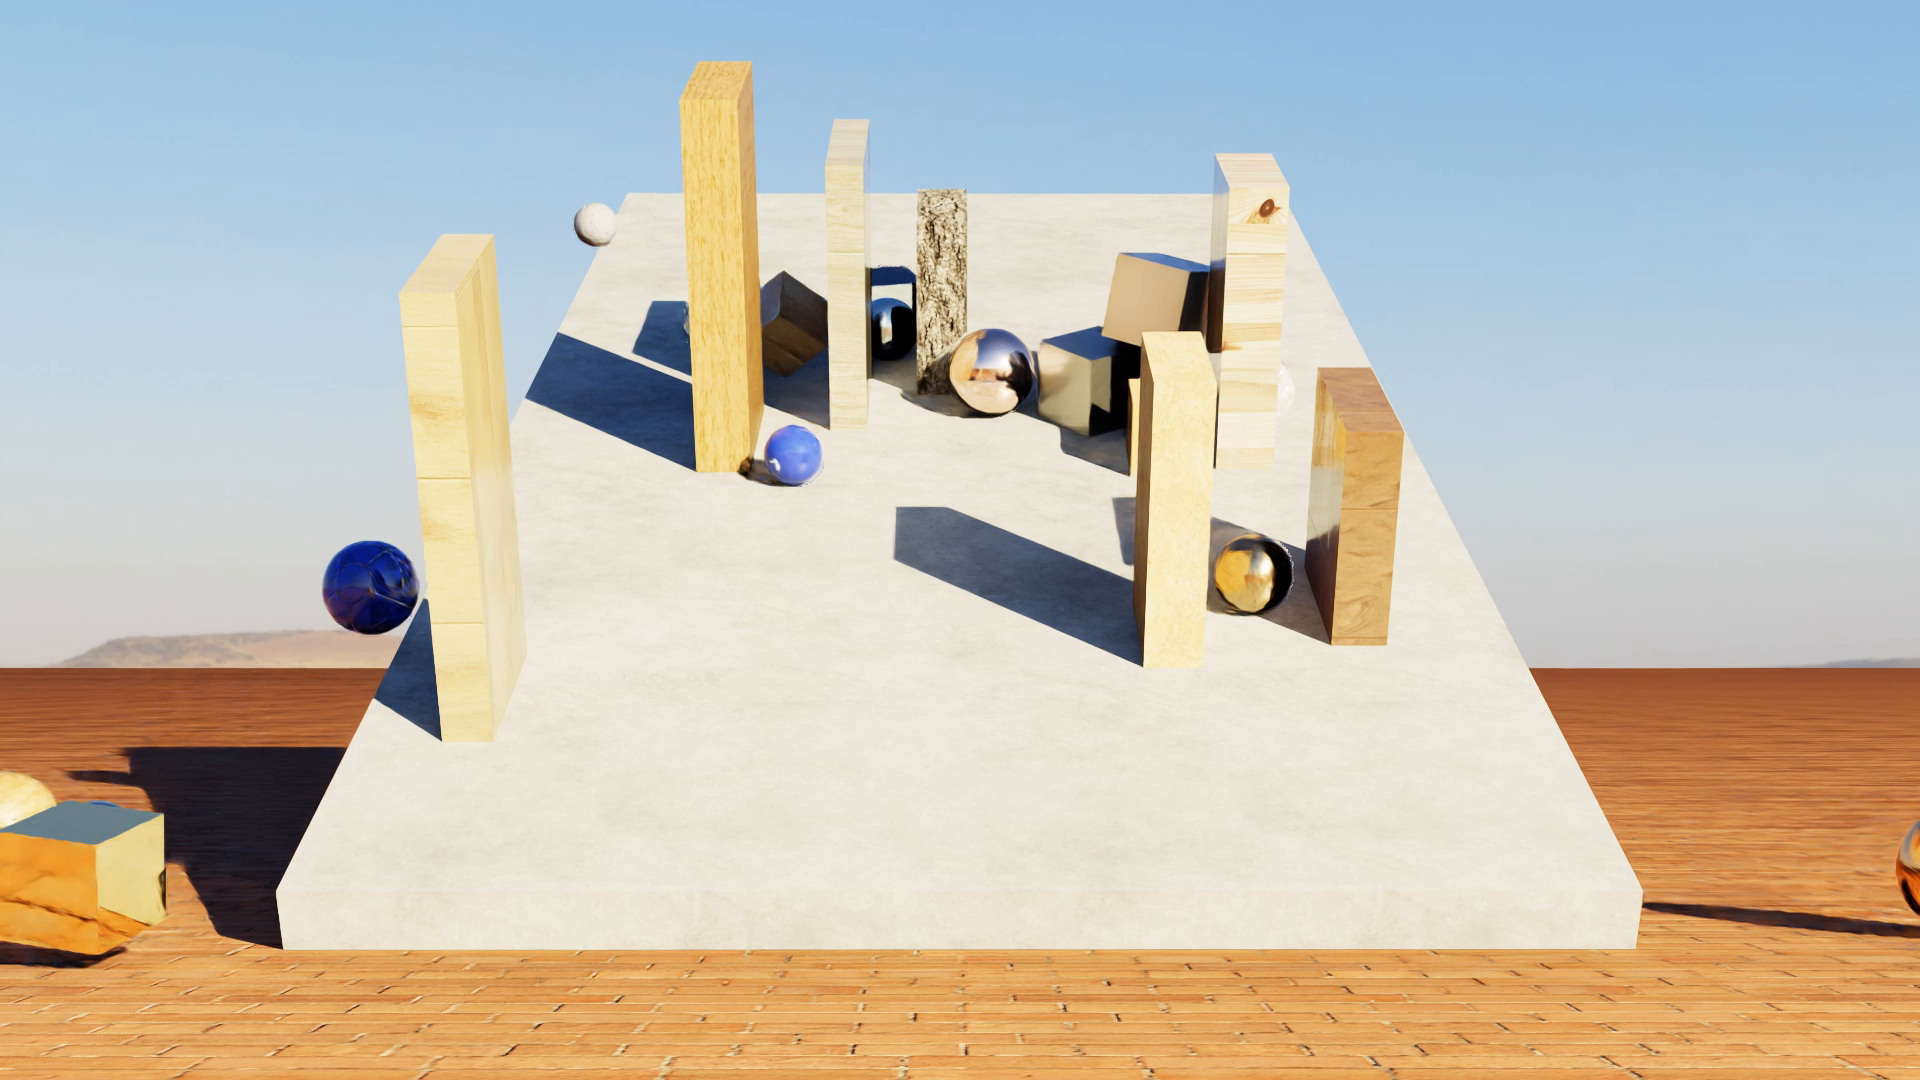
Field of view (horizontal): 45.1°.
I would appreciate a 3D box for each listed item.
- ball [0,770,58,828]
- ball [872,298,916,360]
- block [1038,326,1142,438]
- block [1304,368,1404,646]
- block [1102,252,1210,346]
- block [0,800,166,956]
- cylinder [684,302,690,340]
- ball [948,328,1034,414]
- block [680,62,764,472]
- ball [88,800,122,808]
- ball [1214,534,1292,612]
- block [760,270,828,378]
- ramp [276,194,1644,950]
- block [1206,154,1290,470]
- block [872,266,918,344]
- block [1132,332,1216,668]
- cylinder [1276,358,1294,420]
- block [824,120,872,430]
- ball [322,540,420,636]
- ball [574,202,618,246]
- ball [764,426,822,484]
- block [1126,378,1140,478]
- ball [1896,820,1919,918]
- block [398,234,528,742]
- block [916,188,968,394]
[{"bbox_3d":[-1.893,0.562,4.582,0.209,0.209,0.209,0,-3,0],"label":"ball"},{"bbox_3d":[-0.176,-0.511,5.587,0.152,0.152,0.152,0,-3,0],"label":"ball"},{"bbox_3d":[0.303,-0.358,5.196,0.180,0.180,0.180,-17,28,-34],"label":"block"},{"bbox_3d":[0.715,-0.066,4.223,0.100,0.409,0.344,0,23,0],"label":"block"},{"bbox_3d":[0.458,-0.527,5.144,0.186,0.186,0.186,19,17,31],"label":"block"},{"bbox_3d":[-1.219,0.467,3.215,0.156,0.156,0.156,5,11,14],"label":"block"},{"bbox_3d":[-0.559,-0.533,5.627,0.160,0.160,0.160,16,6,32],"label":"cylinder"},{"bbox_3d":[0.071,-0.382,5.229,0.197,0.197,0.197,0,-3,0],"label":"ball"},{"bbox_3d":[-0.503,-0.585,4.938,0.115,0.797,0.378,0,23,0],"label":"block"},{"bbox_3d":[-1.587,0.564,4.247,0.170,0.170,0.170,0,-3,0],"label":"ball"},{"bbox_3d":[0.539,0.062,4.260,0.145,0.145,0.145,0,-3,0],"label":"ball"},{"bbox_3d":[-0.414,-0.507,5.446,0.149,0.149,0.149,32,-49,-32],"label":"block"},{"bbox_3d":[-0.007,-0.226,5.242,2.000,0.100,4.000,0,23,0],"label":"ramp"},{"bbox_3d":[0.608,-0.490,4.954,0.122,0.615,0.288,0,23,0],"label":"block"},{"bbox_3d":[-0.189,-0.578,5.740,0.156,0.156,0.156,-7,24,-17],"label":"block"},{"bbox_3d":[0.375,-0.073,4.084,0.105,0.529,0.274,0,23,0],"label":"block"},{"bbox_3d":[0.684,-0.352,5.242,0.132,0.132,0.132,0,23,0],"label":"cylinder"},{"bbox_3d":[-0.248,-0.606,5.237,0.081,0.602,0.432,0,23,0],"label":"block"},{"bbox_3d":[-1.101,0.089,4.324,0.178,0.178,0.178,0,-3,0],"label":"ball"},{"bbox_3d":[-1.024,-0.887,6.502,0.123,0.123,0.123,0,-3,0],"label":"ball"},{"bbox_3d":[-0.349,-0.178,4.843,0.124,0.124,0.124,0,-3,0],"label":"ball"},{"bbox_3d":[0.445,-0.240,4.940,0.165,0.165,0.165,0,23,0],"label":"block"},{"bbox_3d":[1.552,0.509,3.559,0.208,0.208,0.208,0,-3,0],"label":"ball"},{"bbox_3d":[-0.809,-0.085,3.803,0.084,0.768,0.328,0,23,0],"label":"block"},{"bbox_3d":[-0.042,-0.586,5.436,0.115,0.409,0.306,0,23,0],"label":"block"}]
